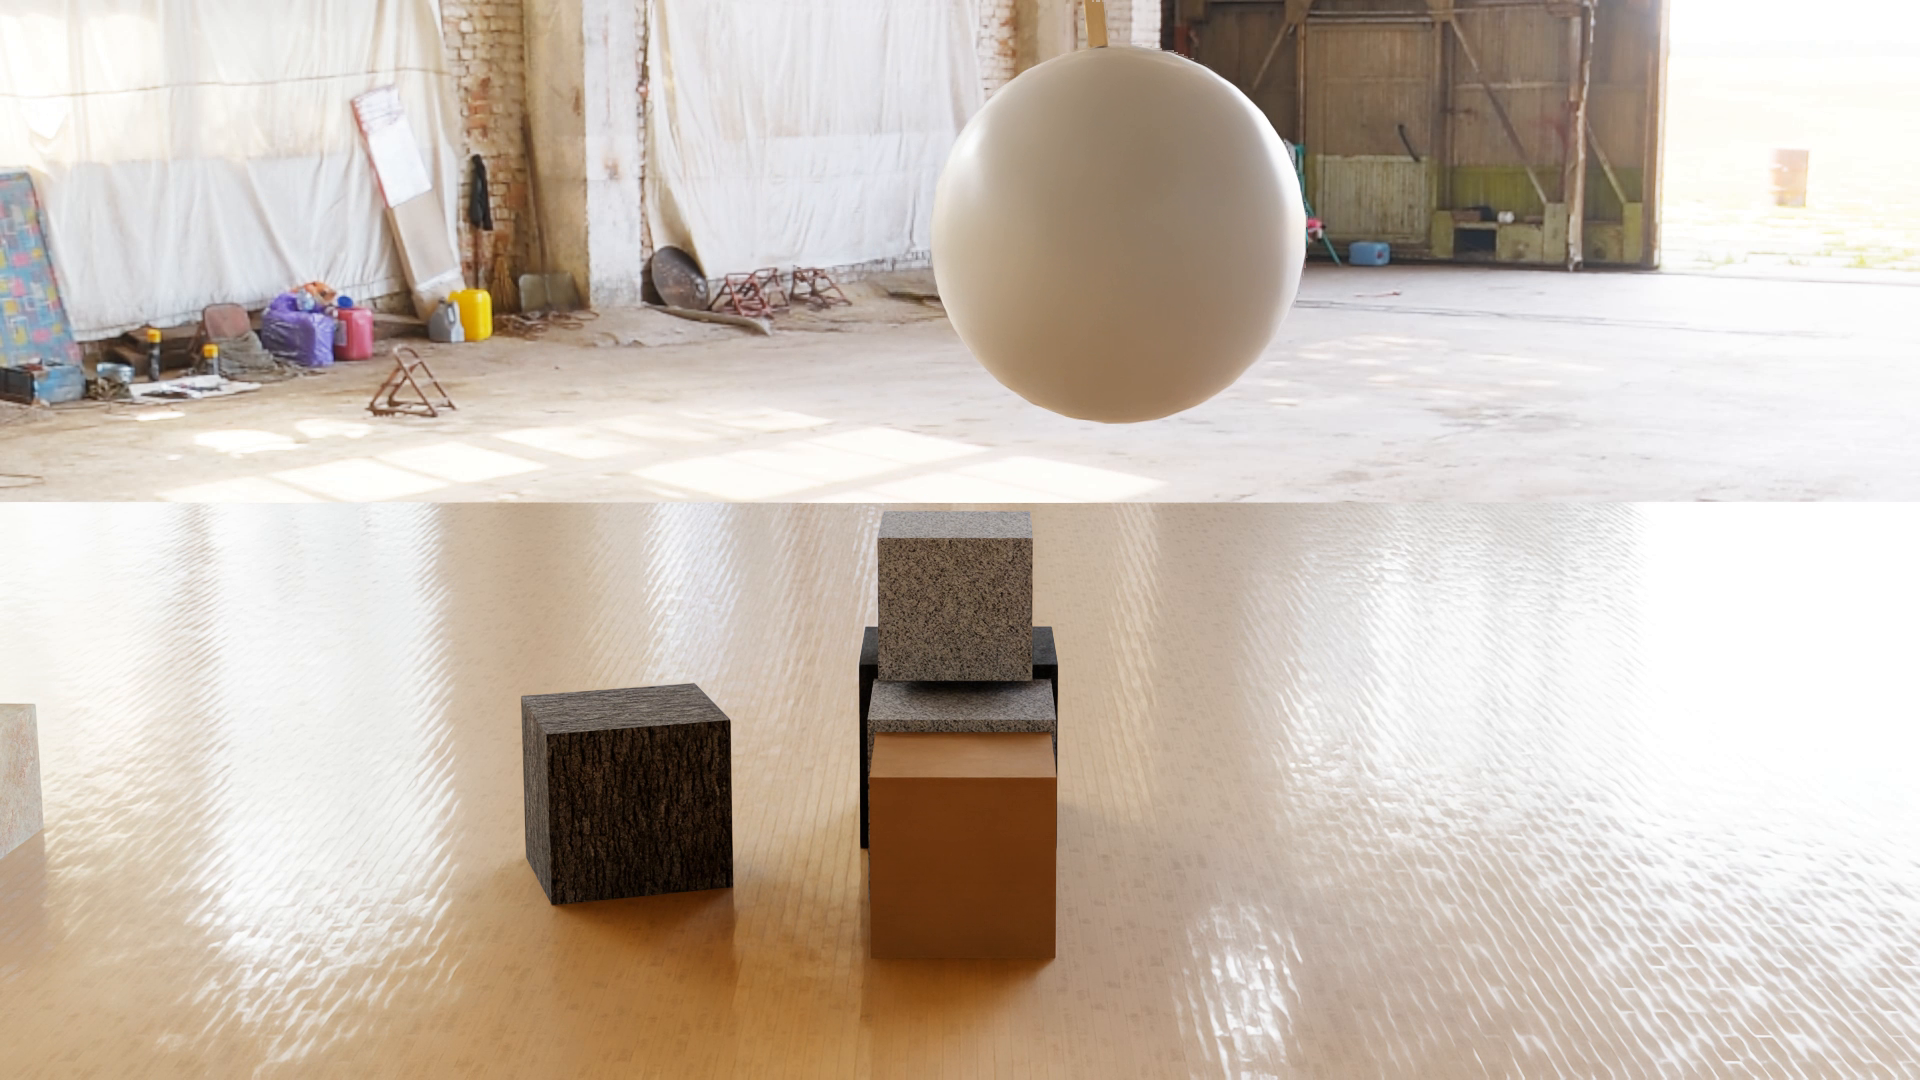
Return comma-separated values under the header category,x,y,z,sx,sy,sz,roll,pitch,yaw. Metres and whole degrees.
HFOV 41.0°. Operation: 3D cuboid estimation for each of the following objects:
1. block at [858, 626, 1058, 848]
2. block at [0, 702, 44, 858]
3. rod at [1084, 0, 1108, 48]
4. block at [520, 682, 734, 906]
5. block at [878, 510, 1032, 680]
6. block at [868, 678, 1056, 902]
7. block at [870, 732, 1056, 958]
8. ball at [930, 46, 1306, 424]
category,x,y,z,sx,sy,sz,roll,pitch,yaw
block,-0.007,0.917,12.100,0.903,0.867,0.814,0,10,0
block,-4.672,1.115,11.752,0.669,0.602,0.643,1,10,3
rod,0.290,-4.620,10.340,0.080,5.200,0.080,-6,10,1
block,-1.480,1.108,11.364,0.795,0.753,0.719,-3,11,-18
block,-0.017,0.243,11.597,0.679,0.639,0.699,0,10,1
block,0.009,1.090,11.321,0.800,0.804,0.749,0,10,0
block,0.013,1.248,10.602,0.744,0.751,0.712,0,10,0
ball,0.670,-1.296,10.945,1.600,1.600,1.600,0,10,0
